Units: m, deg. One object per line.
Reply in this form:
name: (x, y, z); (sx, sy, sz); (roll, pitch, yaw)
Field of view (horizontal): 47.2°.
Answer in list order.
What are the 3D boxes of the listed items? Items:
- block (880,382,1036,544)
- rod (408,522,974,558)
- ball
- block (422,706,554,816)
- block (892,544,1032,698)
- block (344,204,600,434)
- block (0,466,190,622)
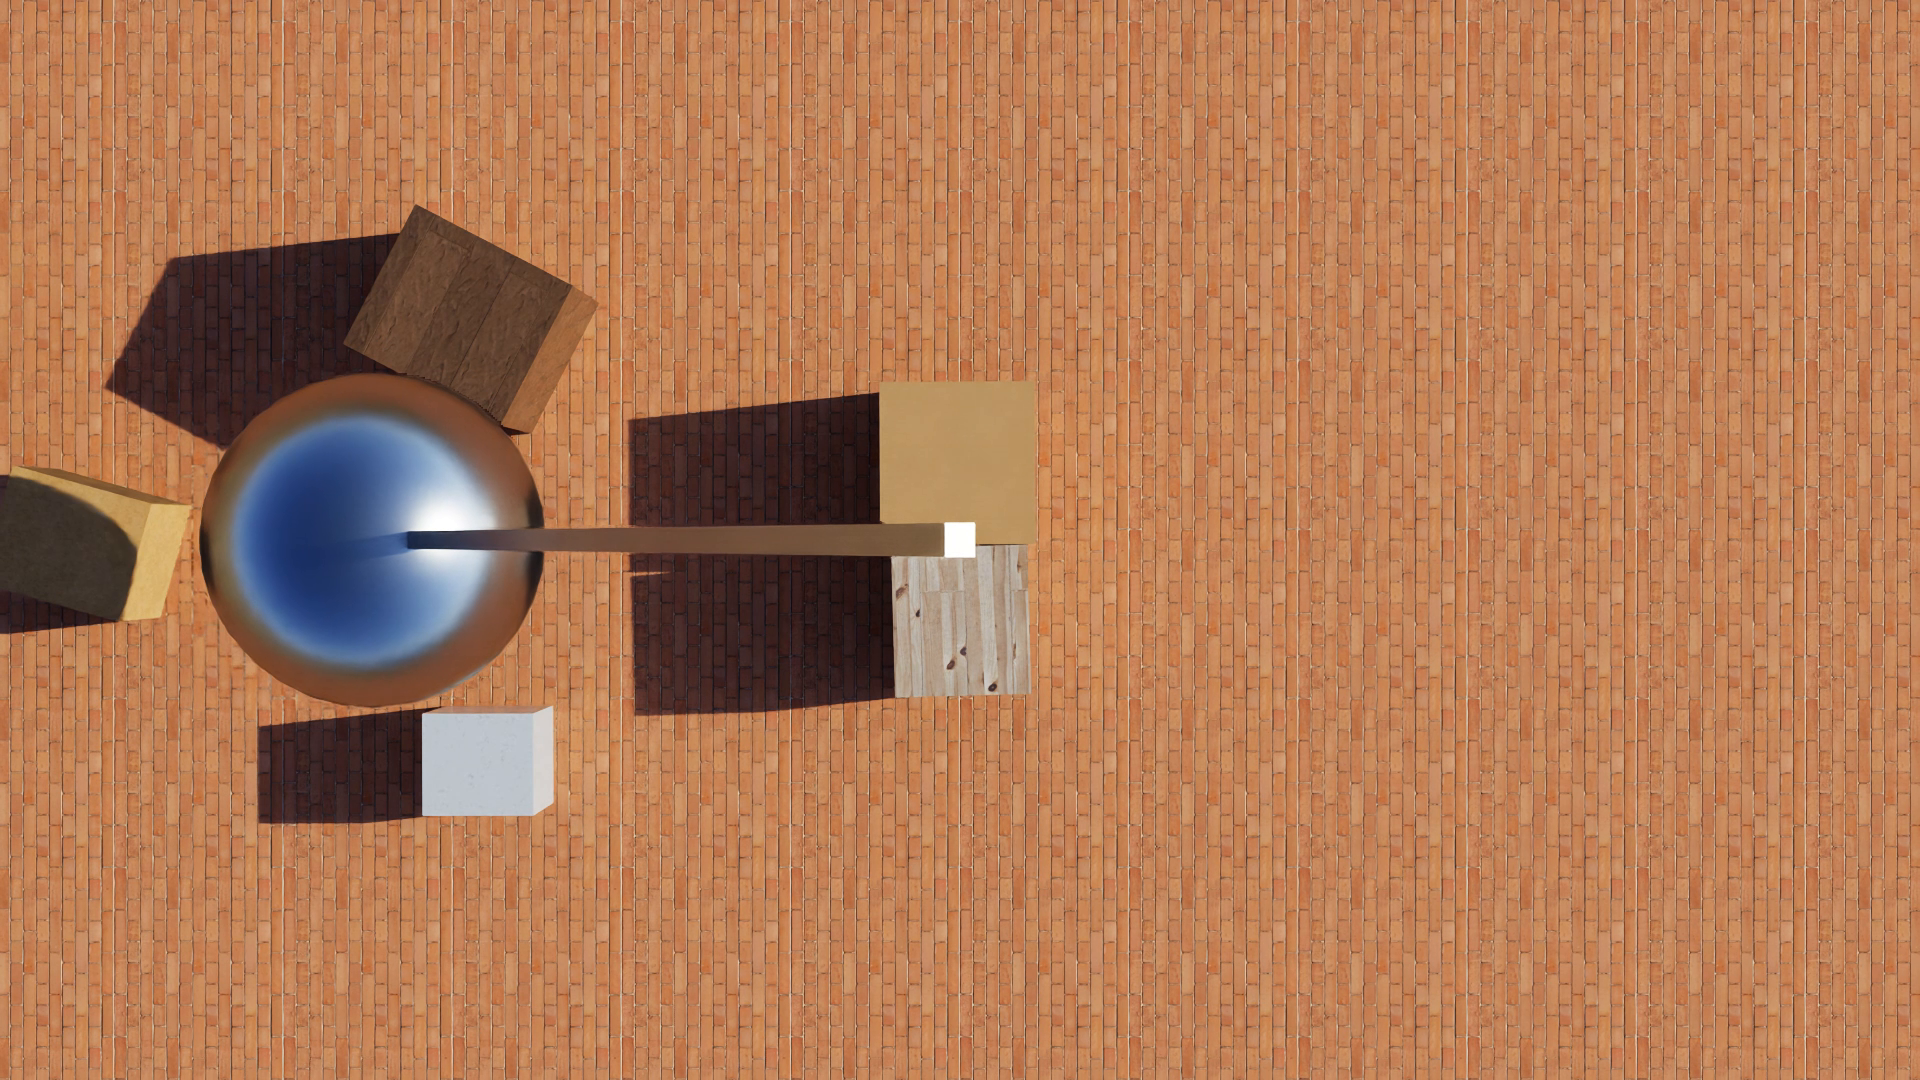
block: (-0.015, -0.427, 12.593); (0.861, 0.814, 0.902); (0, 90, 0)
rod: (-1.208, 0.000, 7.485); (0.080, 5.200, 0.080); (0, 90, -28)
ball: (-2.788, 0.000, 10.496); (1.600, 1.600, 1.600); (0, 90, 0)
block: (-2.718, 1.267, 12.700); (0.627, 0.601, 0.576); (0, 90, 0)
block: (0.007, 0.448, 12.579); (0.754, 0.842, 0.826); (-2, 90, 0)
block: (-2.765, -1.241, 12.553); (0.977, 0.895, 0.869); (27, 90, 0)
block: (-5.025, 0.019, 12.679); (0.809, 0.641, 0.687); (15, 90, 0)
